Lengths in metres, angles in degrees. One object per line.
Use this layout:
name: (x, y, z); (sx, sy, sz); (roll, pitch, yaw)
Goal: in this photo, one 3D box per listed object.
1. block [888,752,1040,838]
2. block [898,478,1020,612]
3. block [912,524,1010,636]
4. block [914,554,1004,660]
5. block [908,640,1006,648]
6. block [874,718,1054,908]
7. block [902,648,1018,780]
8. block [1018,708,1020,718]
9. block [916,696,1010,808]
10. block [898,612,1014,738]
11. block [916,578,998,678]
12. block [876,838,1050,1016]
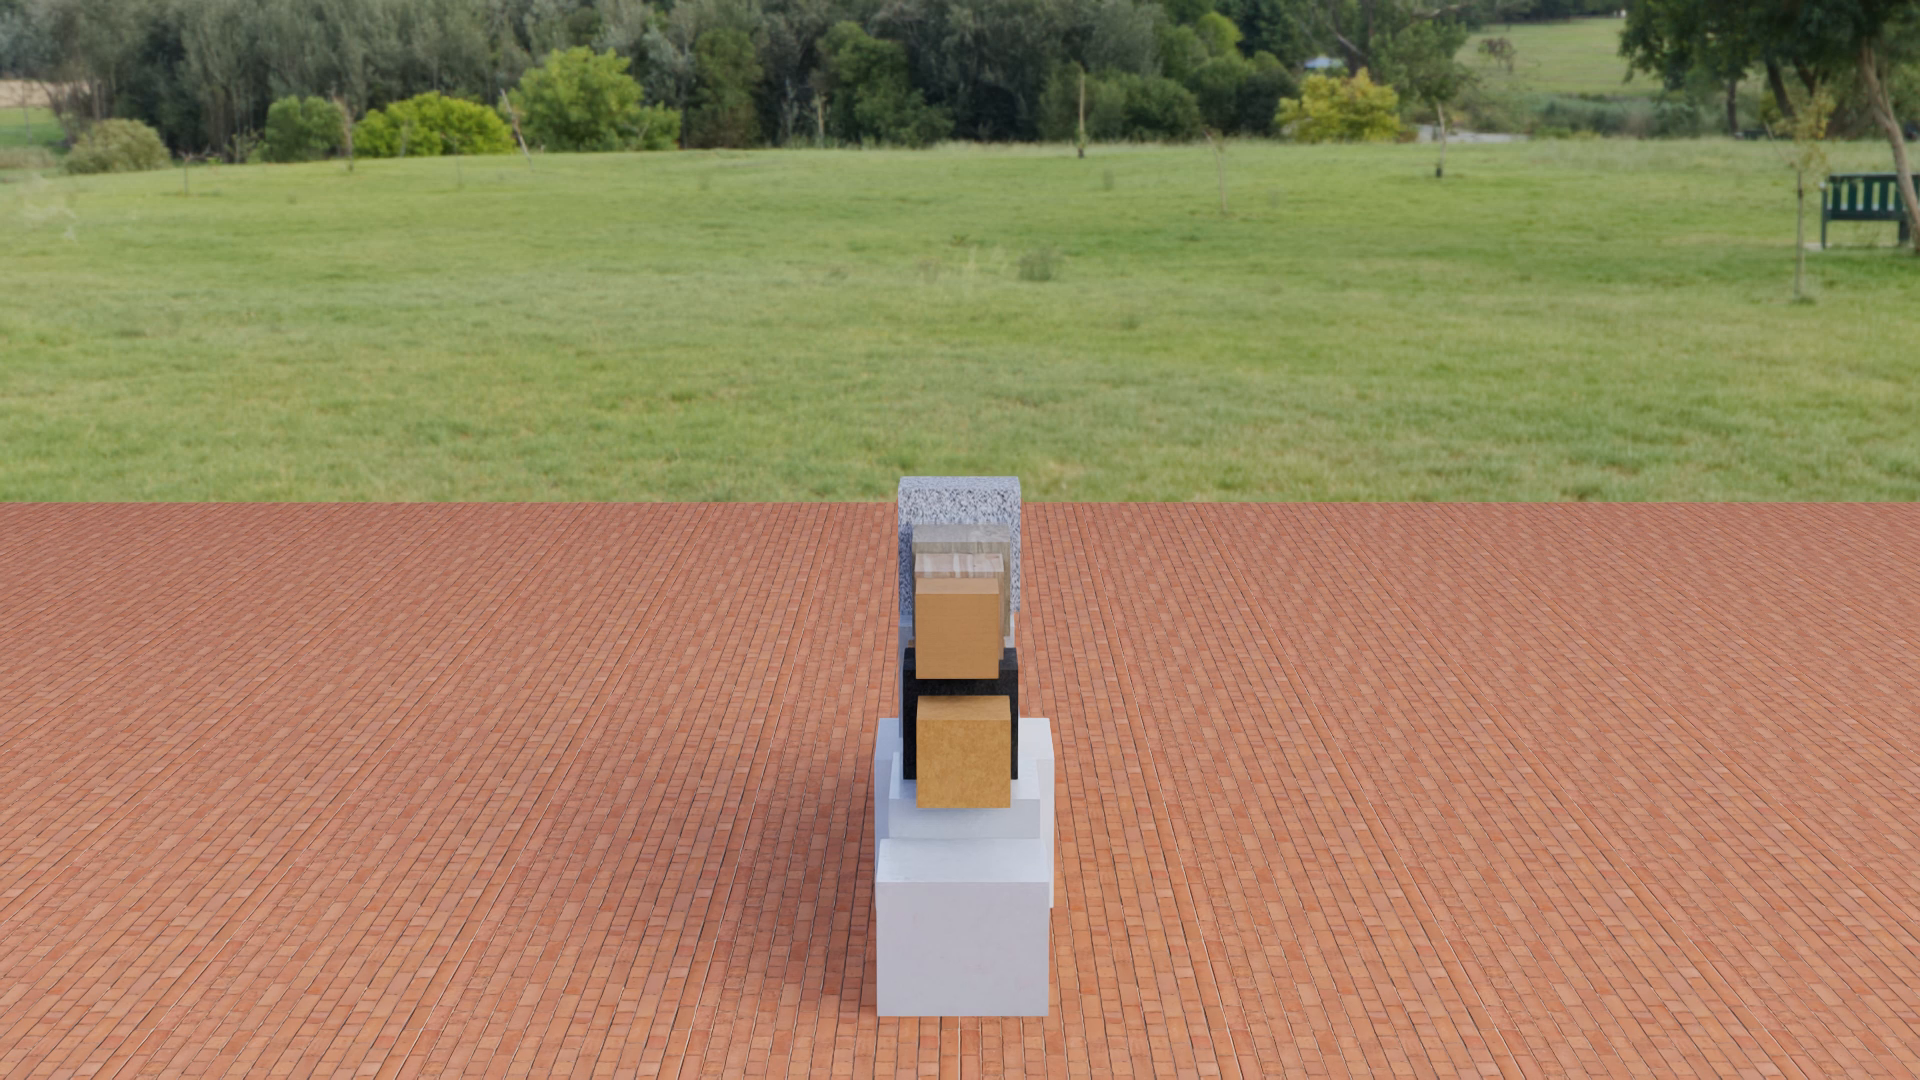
block: (0.018, 1.295, 10.520); (0.597, 0.687, 0.707); (0, 10, 0)
block: (-0.002, 0.013, 11.570); (0.537, 0.542, 0.569); (0, 7, 0)
block: (0.006, 0.171, 11.066); (0.415, 0.408, 0.427); (0, 10, 0)
block: (-0.003, 0.273, 10.652); (0.362, 0.367, 0.403); (0, 10, 0)
block: (-0.014, 0.665, 10.949); (0.416, 0.410, 0.367); (0, 9, 0)
block: (0.019, 1.184, 11.228); (0.760, 0.654, 0.707); (0, 10, 0)
block: (0.003, 0.709, 10.550); (0.465, 0.455, 0.406); (0, 10, 0)
block: (-0.004, 1.074, 11.880); (0.549, 0.637, 0.594); (0, 10, 0)
block: (0.014, 0.834, 10.152); (0.365, 0.352, 0.402); (0, 10, 0)
block: (-0.015, 0.574, 11.372); (0.503, 0.495, 0.486); (0, 10, 0)
block: (-0.011, 0.351, 10.287); (0.327, 0.343, 0.324); (0, 10, 0)
block: (0.011, 1.488, 9.905); (0.647, 0.528, 0.552); (0, 10, 0)
